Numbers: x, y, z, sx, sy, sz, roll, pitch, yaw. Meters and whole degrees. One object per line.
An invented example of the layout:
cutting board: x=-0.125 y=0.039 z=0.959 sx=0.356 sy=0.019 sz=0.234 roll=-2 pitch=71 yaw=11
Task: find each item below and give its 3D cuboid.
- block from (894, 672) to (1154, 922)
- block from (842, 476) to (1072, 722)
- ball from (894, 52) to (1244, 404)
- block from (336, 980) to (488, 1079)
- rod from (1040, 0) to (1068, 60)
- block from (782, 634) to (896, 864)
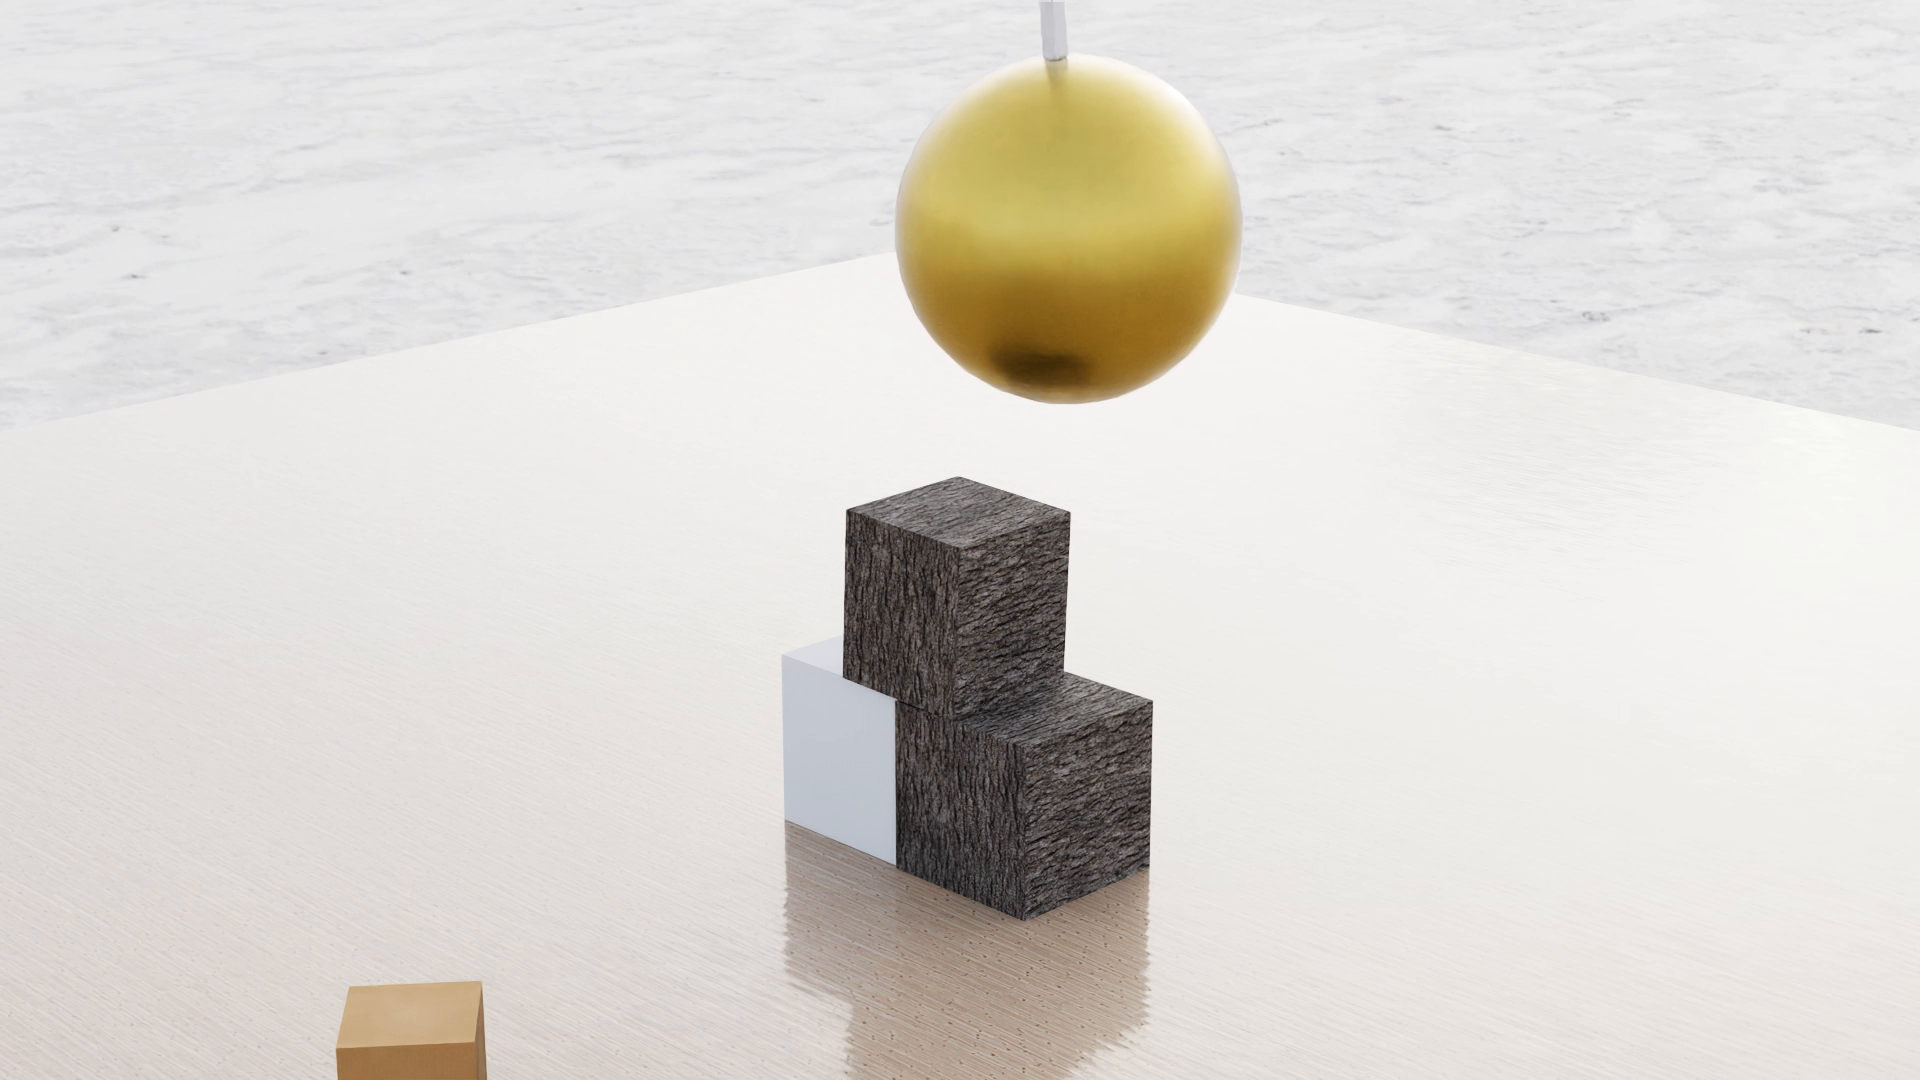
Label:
block: x=0.291 y=1.121 z=13.405 sx=0.823 sy=0.824 sz=0.833 roll=17 pitch=24 yaw=42
block: x=-0.018 y=0.253 z=13.375 sx=0.704 sy=0.818 sz=0.740 roll=19 pitch=25 yaw=40
ball: x=0.495 y=-1.420 z=13.414 sx=1.600 sy=1.600 sz=1.600 roll=0 pitch=17 yaw=0
block: x=-2.061 y=2.019 z=11.076 sx=0.503 sy=0.507 sz=0.513 roll=-2 pitch=18 yaw=-5
rod: x=0.214 y=-4.557 z=12.134 sx=0.080 sy=5.200 sz=0.080 roll=17 pitch=31 yaw=42
block: x=-0.283 y=0.938 z=13.957 sx=0.793 sy=0.841 sz=0.791 roll=-17 pitch=24 yaw=-42
